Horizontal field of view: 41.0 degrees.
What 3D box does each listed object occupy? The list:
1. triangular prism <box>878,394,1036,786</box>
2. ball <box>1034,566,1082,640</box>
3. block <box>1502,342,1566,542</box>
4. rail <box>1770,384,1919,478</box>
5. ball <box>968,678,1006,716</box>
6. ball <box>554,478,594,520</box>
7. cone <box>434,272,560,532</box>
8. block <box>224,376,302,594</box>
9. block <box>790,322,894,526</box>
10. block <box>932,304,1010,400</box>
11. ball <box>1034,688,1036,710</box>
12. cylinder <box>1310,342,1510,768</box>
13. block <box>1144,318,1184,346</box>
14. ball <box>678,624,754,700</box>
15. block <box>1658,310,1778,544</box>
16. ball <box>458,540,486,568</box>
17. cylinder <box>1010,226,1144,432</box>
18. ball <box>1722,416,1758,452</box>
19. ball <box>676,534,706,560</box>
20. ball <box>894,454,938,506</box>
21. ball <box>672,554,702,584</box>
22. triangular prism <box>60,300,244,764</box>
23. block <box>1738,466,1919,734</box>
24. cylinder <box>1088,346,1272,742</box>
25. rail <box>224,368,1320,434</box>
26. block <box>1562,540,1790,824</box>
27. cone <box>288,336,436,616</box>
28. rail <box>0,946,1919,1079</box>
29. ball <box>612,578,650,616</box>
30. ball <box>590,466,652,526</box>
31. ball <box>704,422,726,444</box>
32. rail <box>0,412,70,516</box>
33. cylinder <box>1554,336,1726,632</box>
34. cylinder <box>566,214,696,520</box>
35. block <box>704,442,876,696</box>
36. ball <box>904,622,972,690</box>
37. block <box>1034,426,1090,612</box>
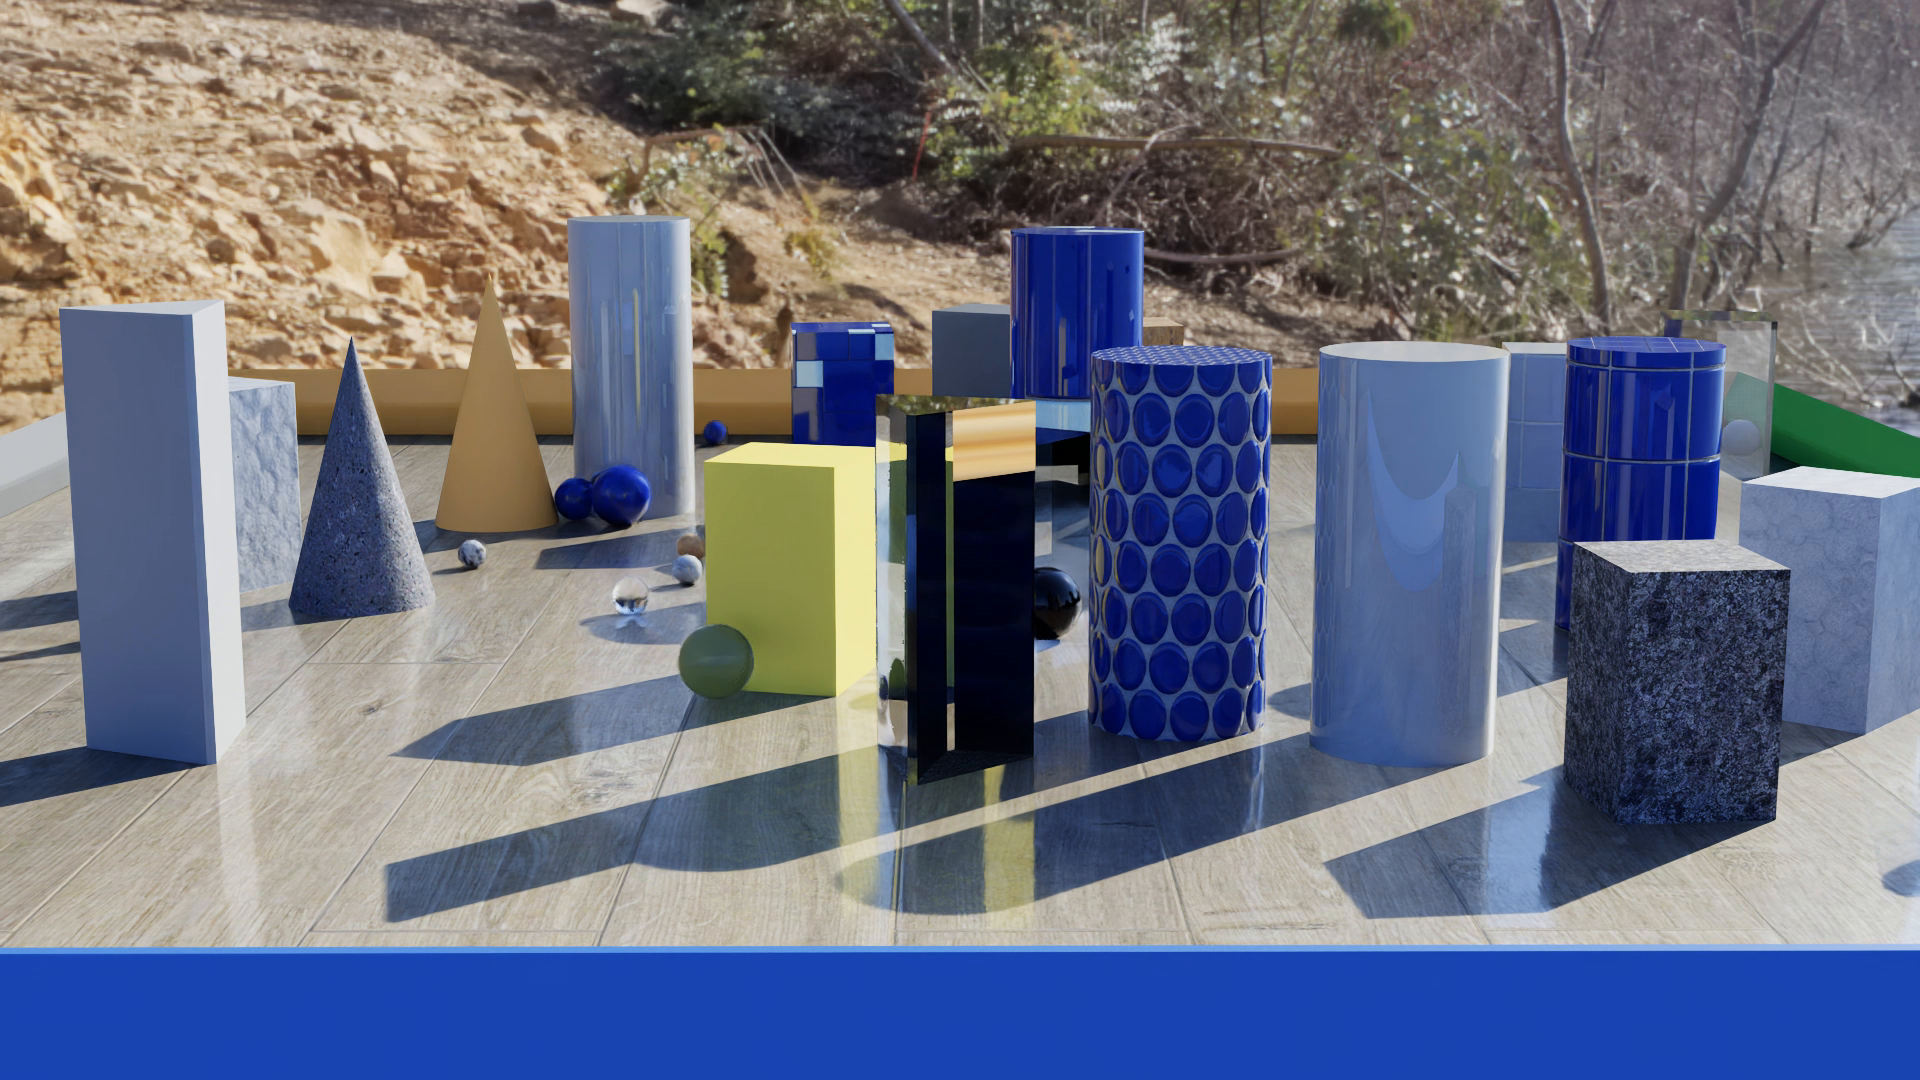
[{"bbox_3d":[-0.036,0.043,2.706,0.173,0.383,0.150,-9,14,-42],"label":"triangular prism"},{"bbox_3d":[0.110,0.081,3.293,0.094,0.094,0.094,0,10,0],"label":"ball"},{"bbox_3d":[0.932,-0.155,4.023,0.160,0.293,0.160,1,11,7],"label":"block"},{"bbox_3d":[1.539,0.032,3.457,0.045,0.130,3.414,0,10,0],"label":"rail"},{"bbox_3d":[0.029,0.178,2.908,0.043,0.043,0.043,0,10,0],"label":"ball"},{"bbox_3d":[-0.623,-0.067,4.159,0.070,0.070,0.070,0,10,0],"label":"ball"},{"bbox_3d":[-0.749,-0.229,4.116,0.199,0.404,0.199,0,10,0],"label":"cone"},{"bbox_3d":[-1.053,-0.079,3.634,0.160,0.285,0.160,7,12,32],"label":"block"},{"bbox_3d":[-0.191,-0.189,4.155,0.160,0.312,0.160,-1,11,-5],"label":"block"},{"bbox_3d":[0.058,-0.265,4.601,0.160,0.299,0.160,5,12,26],"label":"block"},{"bbox_3d":[0.038,0.173,2.800,0.092,0.092,0.092,0,10,0],"label":"ball"},{"bbox_3d":[0.481,0.010,2.758,0.199,0.428,0.199,0,10,0],"label":"cylinder"},{"bbox_3d":[0.297,-0.246,4.546,0.160,0.281,0.160,-2,11,-9],"label":"block"},{"bbox_3d":[-0.284,0.142,2.983,0.088,0.088,0.088,0,10,0],"label":"ball"},{"bbox_3d":[1.133,-0.159,3.868,0.160,0.358,0.160,2,11,13],"label":"block"},{"bbox_3d":[-0.717,0.021,3.768,0.041,0.041,0.041,0,10,0],"label":"ball"},{"bbox_3d":[0.174,-0.222,3.857,0.199,0.485,0.199,0,10,0],"label":"cylinder"},{"bbox_3d":[1.483,-0.202,4.886,0.071,0.071,0.071,0,10,0],"label":"ball"},{"bbox_3d":[-0.398,0.013,3.801,0.043,0.043,0.043,0,10,0],"label":"ball"},{"bbox_3d":[-0.078,-0.100,4.295,0.086,0.086,0.086,0,10,0],"label":"ball"},{"bbox_3d":[-0.387,0.042,3.646,0.043,0.043,0.043,0,10,0],"label":"ball"},{"bbox_3d":[-0.836,-0.016,2.768,0.173,0.476,0.150,5,12,25],"label":"triangular prism"},{"bbox_3d":[0.992,0.064,2.916,0.160,0.265,0.160,9,14,41],"label":"block"},{"bbox_3d":[0.244,-0.001,2.862,0.199,0.412,0.199,0,10,0],"label":"cylinder"},{"bbox_3d":[-0.010,-0.273,5.104,3.125,0.130,0.045,0,10,0],"label":"rail"},{"bbox_3d":[0.710,0.138,2.557,0.160,0.250,0.160,-1,11,-6],"label":"block"},{"bbox_3d":[-0.823,-0.097,3.502,0.199,0.368,0.199,0,10,0],"label":"cone"},{"bbox_3d":[0.010,0.339,1.794,3.125,0.130,0.045,0,10,0],"label":"rail"},{"bbox_3d":[-0.442,0.075,3.443,0.051,0.051,0.051,0,10,0],"label":"ball"},{"bbox_3d":[-0.544,-0.072,4.113,0.096,0.096,0.096,0,10,0],"label":"ball"},{"bbox_3d":[-0.476,-0.207,4.989,0.043,0.043,0.043,0,10,0],"label":"ball"},{"bbox_3d":[-1.539,0.035,3.440,0.045,0.130,3.414,0,10,0],"label":"rail"},{"bbox_3d":[0.885,-0.070,3.343,0.199,0.372,0.199,0,10,0],"label":"cylinder"},{"bbox_3d":[-0.540,-0.288,4.226,0.199,0.481,0.199,0,10,0],"label":"cylinder"},{"bbox_3d":[-0.201,0.032,3.071,0.160,0.272,0.160,3,11,15],"label":"block"},{"bbox_3d":[-0.026,0.137,3.031,0.080,0.080,0.080,0,10,0],"label":"ball"},{"bbox_3d":[0.071,-0.022,3.444,0.160,0.241,0.160,7,13,34],"label":"block"}]
